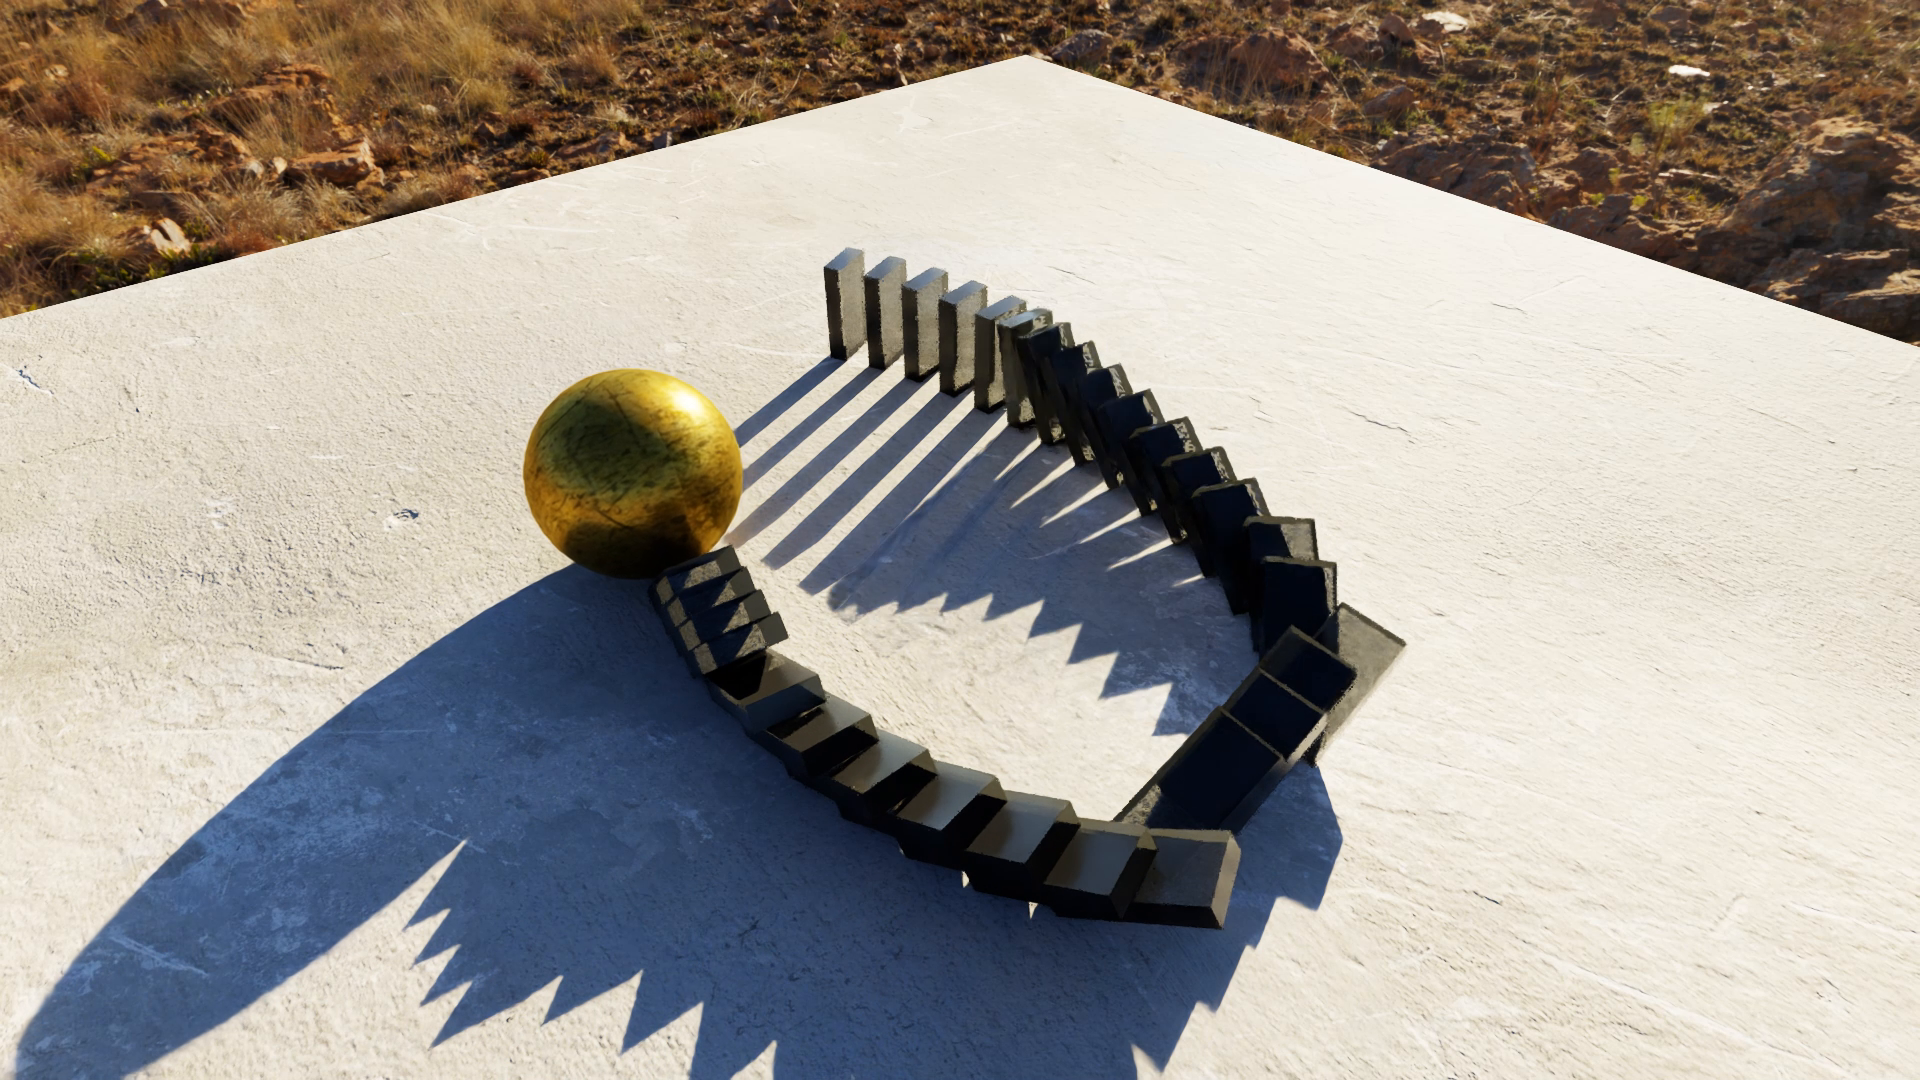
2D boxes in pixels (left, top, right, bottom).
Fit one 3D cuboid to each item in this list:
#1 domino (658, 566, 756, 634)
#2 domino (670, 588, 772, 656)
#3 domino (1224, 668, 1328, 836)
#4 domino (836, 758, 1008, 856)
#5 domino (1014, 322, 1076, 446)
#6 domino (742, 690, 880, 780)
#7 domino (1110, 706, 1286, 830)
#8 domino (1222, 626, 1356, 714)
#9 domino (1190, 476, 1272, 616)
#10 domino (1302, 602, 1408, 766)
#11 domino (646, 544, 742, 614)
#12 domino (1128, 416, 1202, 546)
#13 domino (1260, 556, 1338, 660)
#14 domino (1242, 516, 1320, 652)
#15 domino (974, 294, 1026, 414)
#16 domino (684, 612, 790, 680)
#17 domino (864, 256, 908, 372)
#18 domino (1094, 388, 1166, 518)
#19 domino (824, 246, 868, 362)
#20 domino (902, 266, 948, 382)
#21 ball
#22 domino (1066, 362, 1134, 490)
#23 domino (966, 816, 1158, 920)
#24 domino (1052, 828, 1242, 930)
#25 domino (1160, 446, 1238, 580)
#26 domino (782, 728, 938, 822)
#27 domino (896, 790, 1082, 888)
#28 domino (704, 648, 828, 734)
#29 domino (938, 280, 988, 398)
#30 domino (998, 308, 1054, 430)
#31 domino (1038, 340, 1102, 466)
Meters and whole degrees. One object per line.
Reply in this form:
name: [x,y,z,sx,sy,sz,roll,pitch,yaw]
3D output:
domino: [-0.091,0.022,0.391,0.025,0.050,0.009,-22,88,-25]
domino: [-0.084,0.029,0.382,0.025,0.050,0.009,-22,88,-25]
domino: [0.089,0.067,0.344,0.050,0.009,0.025,-47,55,-9]
domino: [-0.013,0.078,0.332,0.050,0.009,0.025,2,31,47]
domino: [0.043,-0.071,0.499,0.025,0.050,0.010,-26,21,-29]
domino: [-0.050,0.060,0.354,0.025,0.010,0.050,-26,21,-28]
domino: [0.072,0.077,0.332,0.050,0.010,0.025,-45,52,-8]
domino: [0.103,0.055,0.358,0.025,0.010,0.050,37,79,31]
domino: [0.110,0.002,0.423,0.025,0.010,0.050,-11,69,-13]
domino: [0.123,0.047,0.366,0.025,0.010,0.050,37,79,30]
domino: [-0.097,0.015,0.399,0.025,0.050,0.009,-22,88,-25]
domino: [0.091,-0.025,0.454,0.025,0.009,0.050,-15,74,-18]
domino: [0.119,0.031,0.388,0.025,0.010,0.050,5,66,6]
domino: [0.120,0.016,0.406,0.025,0.010,0.050,1,66,0]
domino: [0.019,-0.087,0.518,0.009,0.050,0.025,31,48,32]
domino: [-0.077,0.036,0.373,0.025,0.050,0.009,-22,88,-25]
domino: [-0.036,-0.113,0.549,0.009,0.050,0.025,18,43,21]
domino: [0.079,-0.037,0.467,0.025,0.010,0.050,-20,80,-22]
domino: [-0.057,-0.119,0.557,0.010,0.050,0.025,15,42,18]
domino: [-0.017,-0.105,0.540,0.009,0.050,0.025,24,45,27]
ball: [-0.123,-0.025,0.418,0.080,0.080,0.080,0,39,0]
domino: [0.068,-0.049,0.479,0.025,0.009,0.050,-21,87,-24]
domino: [0.028,0.091,0.315,0.050,0.010,0.025,-3,32,40]
domino: [0.051,0.095,0.311,0.050,0.010,0.025,-9,33,34]
domino: [0.101,-0.011,0.439,0.025,0.009,0.050,-13,71,-15]
domino: [-0.032,0.069,0.342,0.025,0.010,0.050,-30,22,-31]
domino: [0.007,0.085,0.323,0.050,0.009,0.025,-2,31,42]
domino: [-0.066,0.049,0.365,0.025,0.010,0.050,-22,15,-24]
domino: [0.002,-0.097,0.529,0.010,0.050,0.025,28,47,30]
domino: [0.032,-0.079,0.507,0.025,0.050,0.010,-27,35,-29]
domino: [0.055,-0.061,0.489,0.025,0.050,0.010,-24,7,-26]
